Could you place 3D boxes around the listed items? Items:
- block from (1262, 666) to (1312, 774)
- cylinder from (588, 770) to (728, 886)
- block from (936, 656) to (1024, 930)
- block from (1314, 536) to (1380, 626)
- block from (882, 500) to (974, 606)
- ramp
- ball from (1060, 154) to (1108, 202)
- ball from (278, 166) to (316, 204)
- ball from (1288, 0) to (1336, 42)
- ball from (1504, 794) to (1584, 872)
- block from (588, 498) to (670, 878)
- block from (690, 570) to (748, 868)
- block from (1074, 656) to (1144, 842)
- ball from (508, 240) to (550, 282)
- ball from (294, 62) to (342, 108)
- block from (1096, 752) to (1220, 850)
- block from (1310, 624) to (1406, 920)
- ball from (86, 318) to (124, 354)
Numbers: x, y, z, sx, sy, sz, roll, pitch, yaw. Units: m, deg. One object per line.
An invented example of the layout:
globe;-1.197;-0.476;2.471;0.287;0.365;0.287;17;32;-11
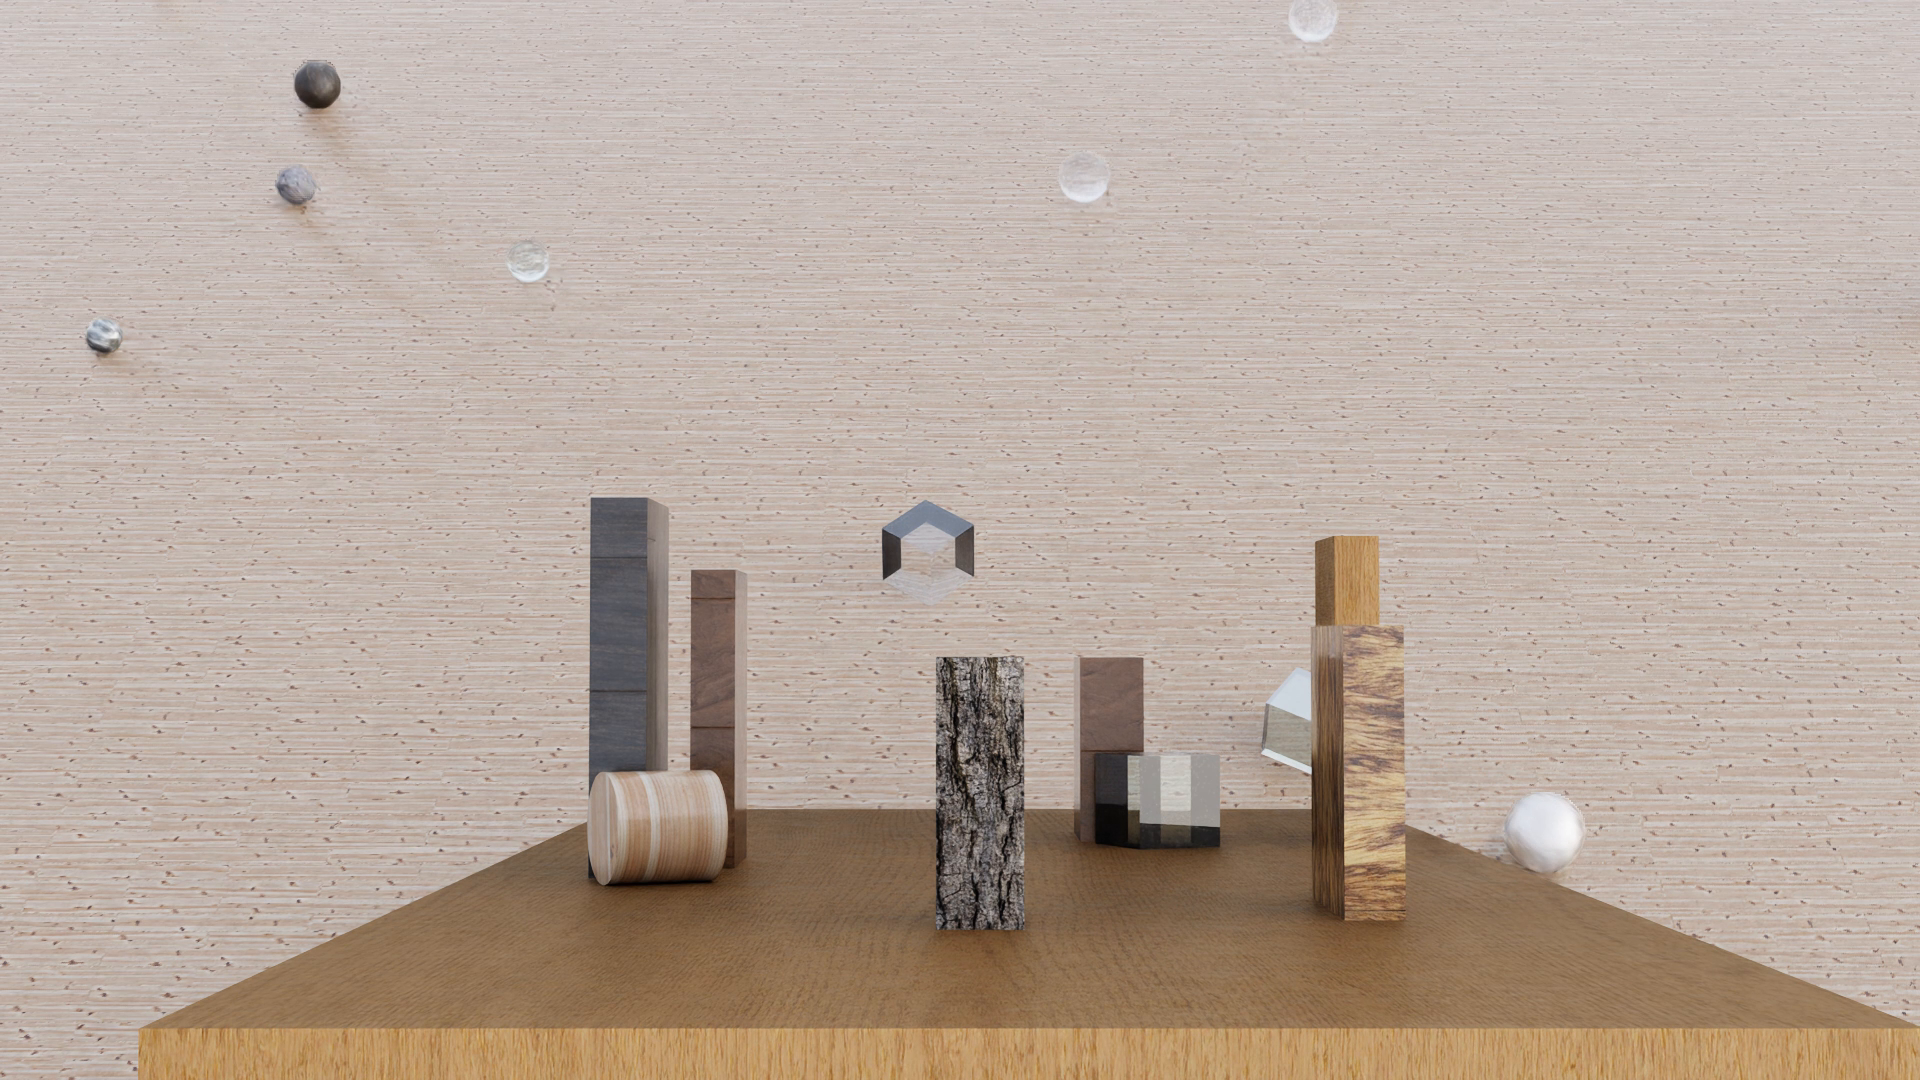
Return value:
block;0.961;0.502;7.170;0.184;0.184;0.184;21;42;26
cylinder;-0.552;0.522;4.732;0.203;0.203;0.203;1;34;-24
block;0.031;0.390;4.078;0.134;0.412;0.270;0;-2;0
block;0.865;0.333;5.814;0.097;0.672;0.314;0;-2;0
block;-0.095;0.039;7.785;0.195;0.195;0.195;28;45;32
ramp;0.080;0.681;4.908;2.000;0.100;4.000;0;-2;0
ball;0.461;-1.344;9.656;0.183;0.183;0.183;0;37;0
ball;-2.463;-1.316;9.656;0.139;0.139;0.139;0;37;0
ball;1.455;-2.151;10.733;0.196;0.196;0.196;0;37;0
ball;1.526;0.766;6.798;0.204;0.204;0.204;0;37;0
block;-0.636;0.281;5.019;0.106;0.707;0.360;0;-2;0
block;-0.480;0.353;5.187;0.087;0.579;0.287;0;-2;0
block;0.336;0.469;5.900;0.141;0.406;0.314;0;-2;0
ball;-1.528;-0.986;9.205;0.147;0.147;0.147;0;37;0
ball;-2.535;-1.794;10.265;0.181;0.181;0.181;0;37;0
block;0.427;0.563;5.639;0.197;0.197;0.197;1;-3;-25
block;0.650;0.372;4.270;0.096;0.462;0.379;0;-2;0
ball;-2.905;-0.693;8.834;0.119;0.119;0.119;0;37;0
